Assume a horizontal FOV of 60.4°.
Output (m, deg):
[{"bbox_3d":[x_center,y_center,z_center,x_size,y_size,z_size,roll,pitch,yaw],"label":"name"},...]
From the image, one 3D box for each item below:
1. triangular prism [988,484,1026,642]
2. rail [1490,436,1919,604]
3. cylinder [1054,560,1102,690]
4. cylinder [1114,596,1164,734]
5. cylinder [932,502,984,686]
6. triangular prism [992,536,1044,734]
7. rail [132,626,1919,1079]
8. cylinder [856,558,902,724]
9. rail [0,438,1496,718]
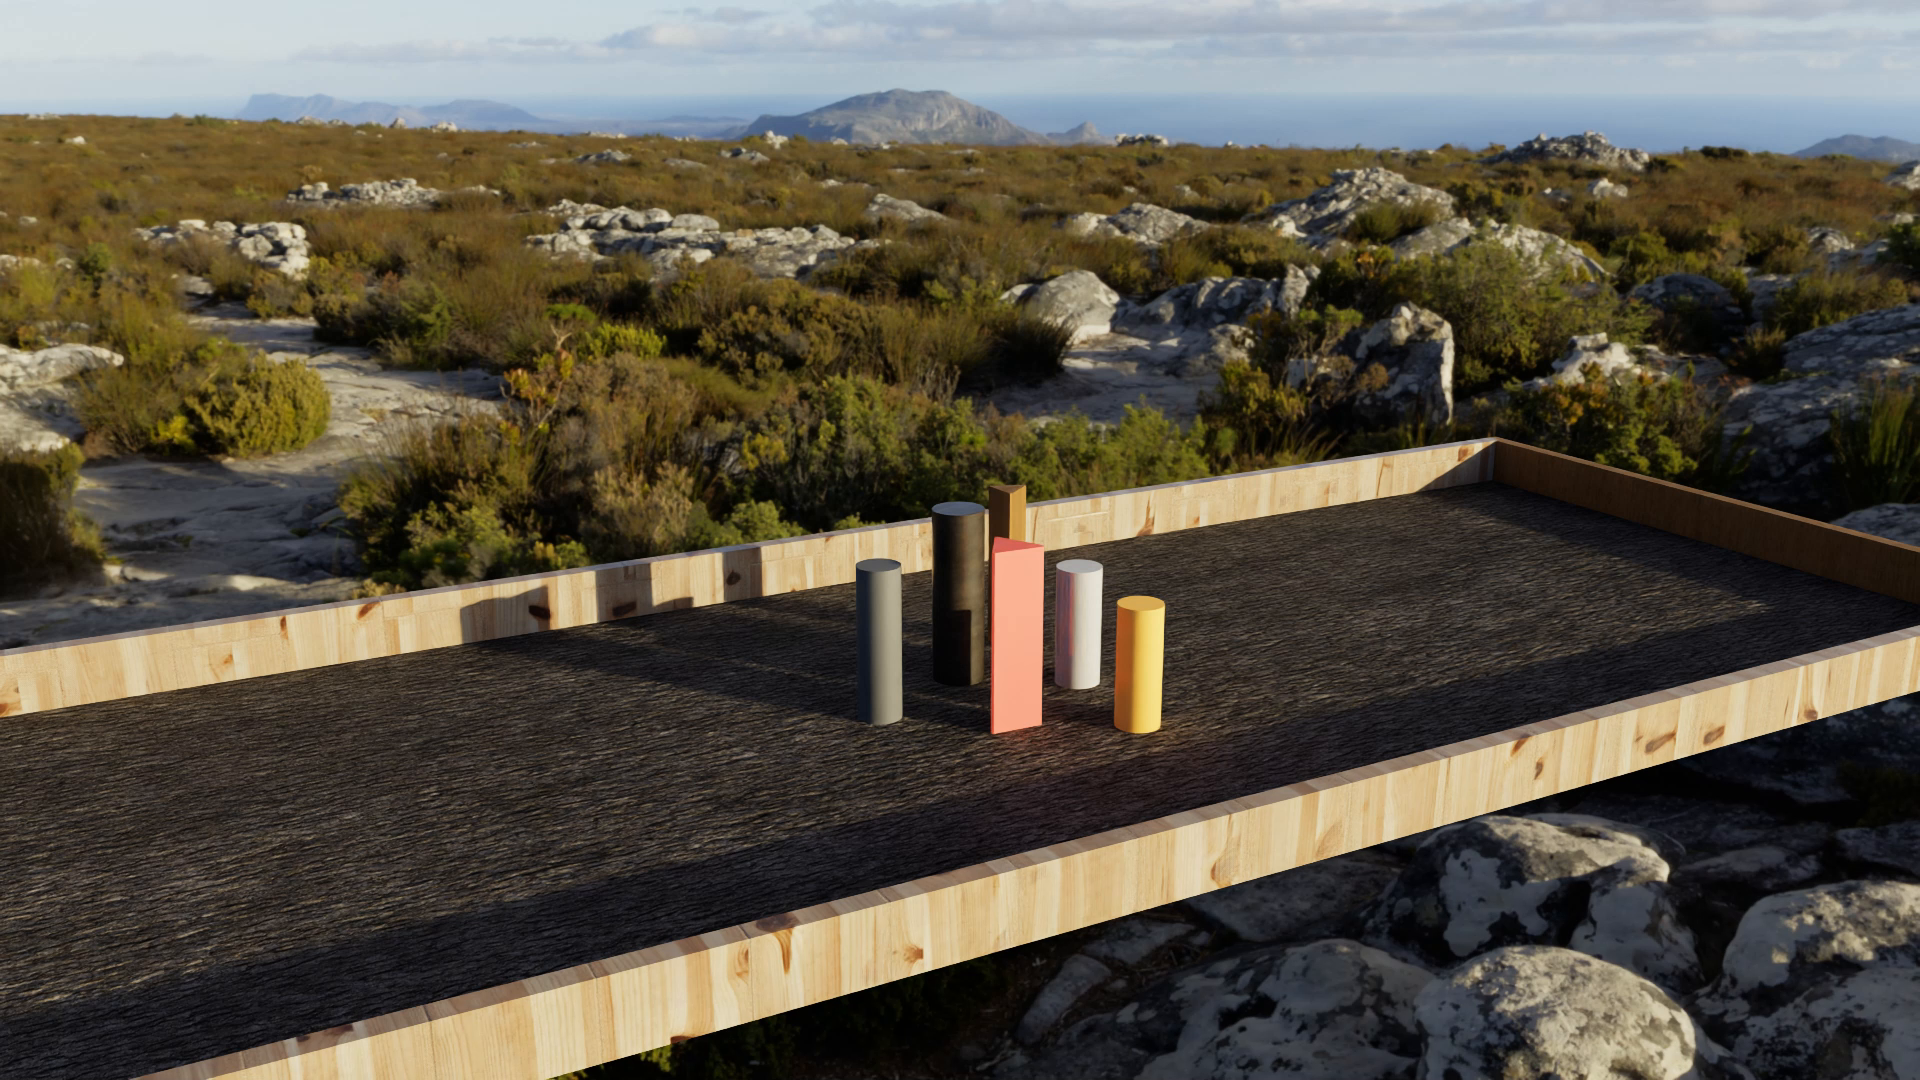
[{"bbox_3d":[0.138,0.068,4.365,0.084,0.428,0.097,-11,20,-34],"label":"triangular prism"},{"bbox_3d":[2.466,-0.048,5.253,0.050,0.150,2.100,-9,18,-27],"label":"rail"},{"bbox_3d":[0.294,0.209,4.106,0.115,0.302,0.115,0,16,0],"label":"cylinder"},{"bbox_3d":[0.417,0.289,3.838,0.109,0.300,0.109,0,16,0],"label":"cylinder"},{"bbox_3d":[-0.004,0.134,4.115,0.131,0.442,0.131,0,16,0],"label":"cylinder"},{"bbox_3d":[0.109,0.217,3.841,0.131,0.438,0.113,-8,18,-25],"label":"triangular prism"},{"bbox_3d":[-2.336,1.006,1.665,12.000,0.150,0.050,-9,18,-27],"label":"rail"},{"bbox_3d":[-0.189,0.238,3.876,0.106,0.376,0.106,0,16,0],"label":"cylinder"},{"bbox_3d":[-3.305,0.497,3.399,12.000,0.150,0.050,-9,18,-27],"label":"rail"}]
